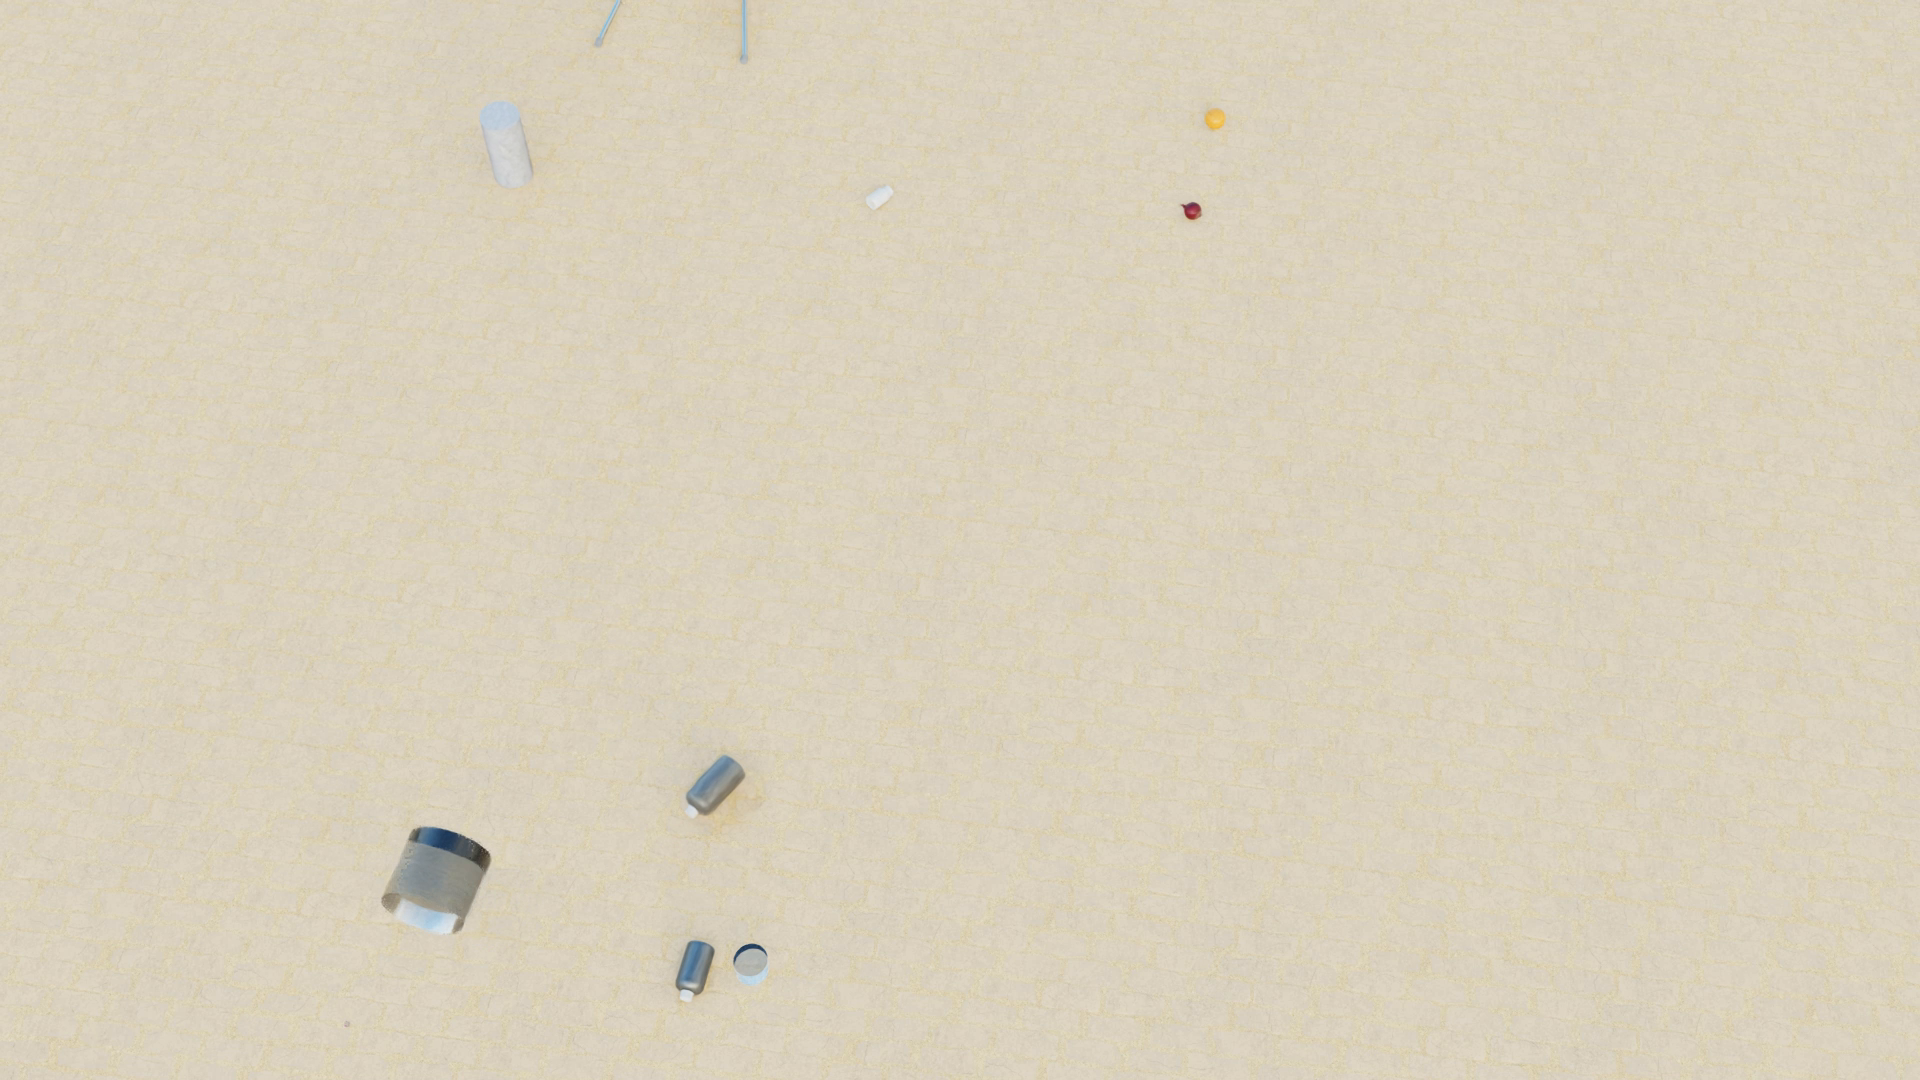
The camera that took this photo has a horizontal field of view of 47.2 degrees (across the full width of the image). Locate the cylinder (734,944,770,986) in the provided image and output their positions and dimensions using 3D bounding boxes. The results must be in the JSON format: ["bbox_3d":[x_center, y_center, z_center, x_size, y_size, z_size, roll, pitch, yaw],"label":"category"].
[{"bbox_3d":[-0.549,1.117,5.790,0.090,0.057,0.094,25,60,16],"label":"cylinder"}]

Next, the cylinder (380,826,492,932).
[{"bbox_3d":[-1.388,0.902,5.832,0.240,0.221,0.196,-10,48,36],"label":"cylinder"}]

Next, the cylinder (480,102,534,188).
[{"bbox_3d":[-1.500,-1.306,7.279,0.132,0.282,0.128,11,58,7],"label":"cylinder"}]
